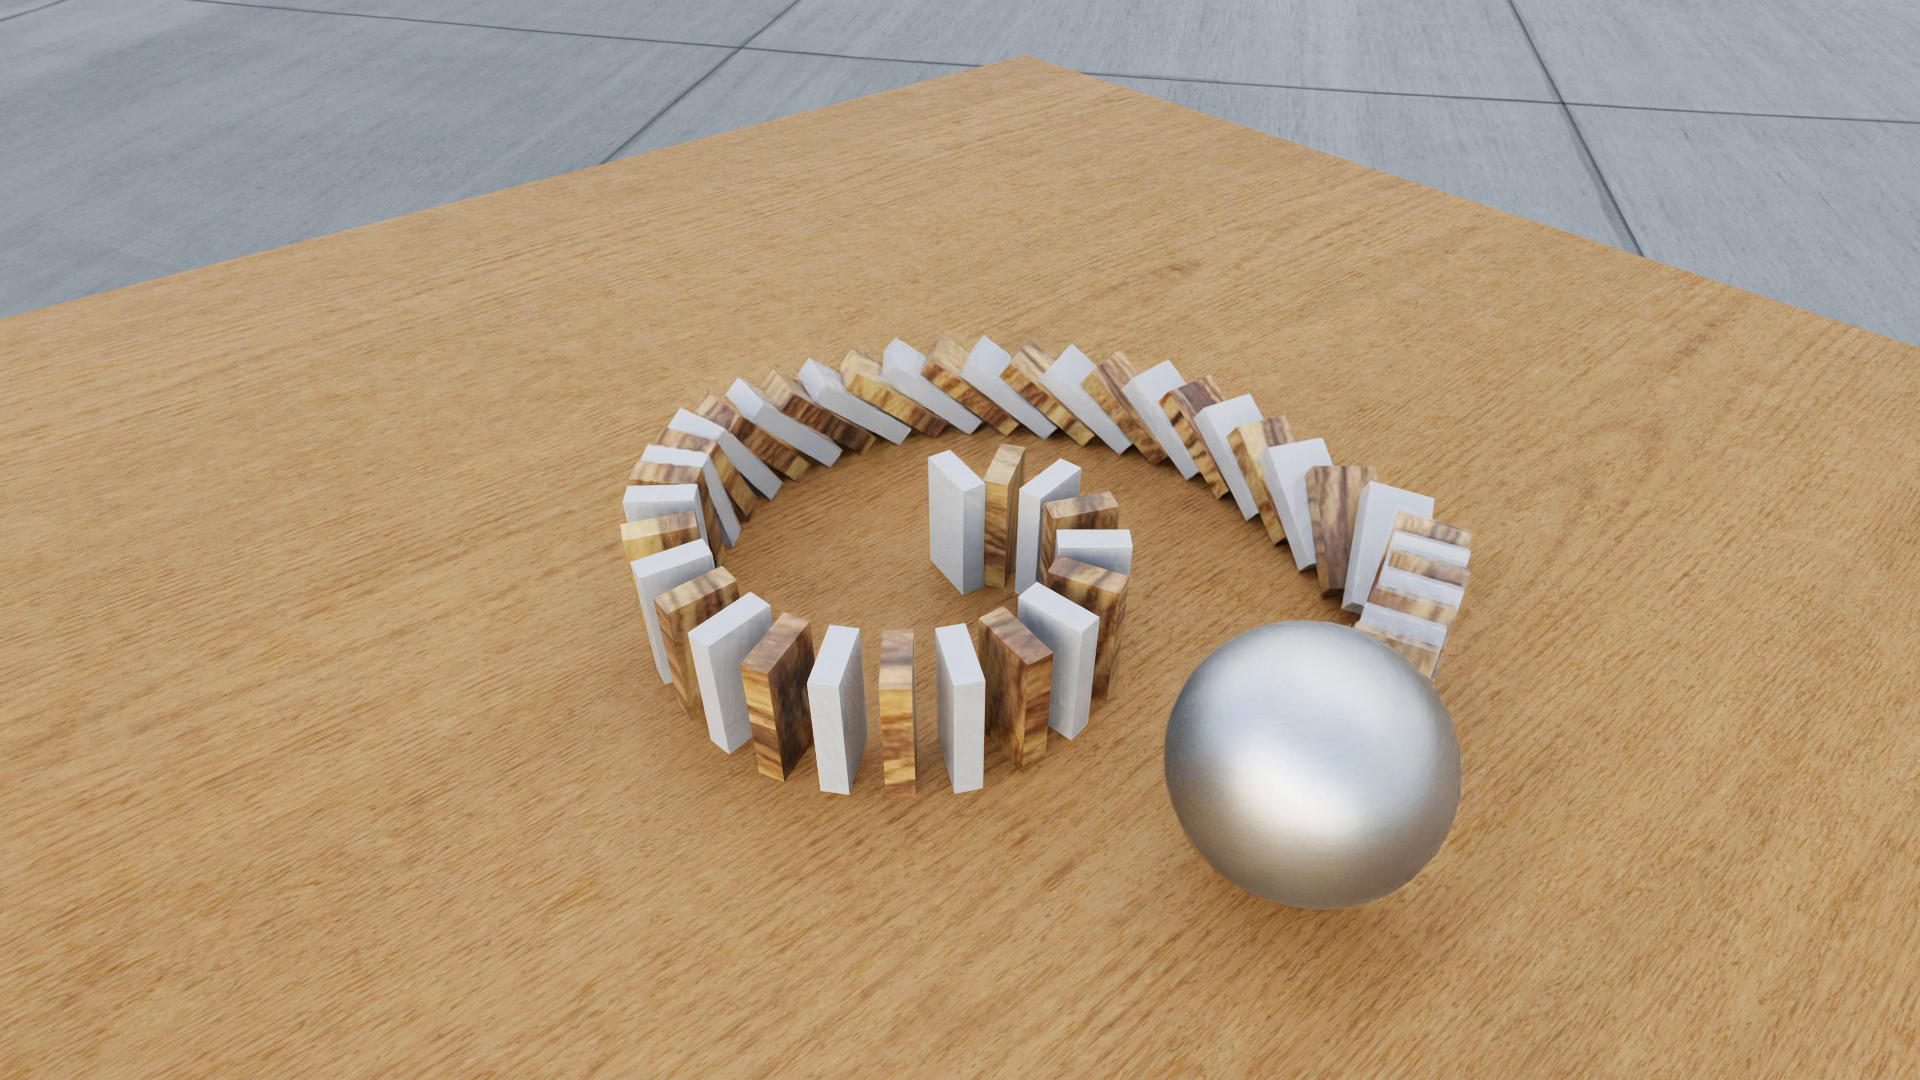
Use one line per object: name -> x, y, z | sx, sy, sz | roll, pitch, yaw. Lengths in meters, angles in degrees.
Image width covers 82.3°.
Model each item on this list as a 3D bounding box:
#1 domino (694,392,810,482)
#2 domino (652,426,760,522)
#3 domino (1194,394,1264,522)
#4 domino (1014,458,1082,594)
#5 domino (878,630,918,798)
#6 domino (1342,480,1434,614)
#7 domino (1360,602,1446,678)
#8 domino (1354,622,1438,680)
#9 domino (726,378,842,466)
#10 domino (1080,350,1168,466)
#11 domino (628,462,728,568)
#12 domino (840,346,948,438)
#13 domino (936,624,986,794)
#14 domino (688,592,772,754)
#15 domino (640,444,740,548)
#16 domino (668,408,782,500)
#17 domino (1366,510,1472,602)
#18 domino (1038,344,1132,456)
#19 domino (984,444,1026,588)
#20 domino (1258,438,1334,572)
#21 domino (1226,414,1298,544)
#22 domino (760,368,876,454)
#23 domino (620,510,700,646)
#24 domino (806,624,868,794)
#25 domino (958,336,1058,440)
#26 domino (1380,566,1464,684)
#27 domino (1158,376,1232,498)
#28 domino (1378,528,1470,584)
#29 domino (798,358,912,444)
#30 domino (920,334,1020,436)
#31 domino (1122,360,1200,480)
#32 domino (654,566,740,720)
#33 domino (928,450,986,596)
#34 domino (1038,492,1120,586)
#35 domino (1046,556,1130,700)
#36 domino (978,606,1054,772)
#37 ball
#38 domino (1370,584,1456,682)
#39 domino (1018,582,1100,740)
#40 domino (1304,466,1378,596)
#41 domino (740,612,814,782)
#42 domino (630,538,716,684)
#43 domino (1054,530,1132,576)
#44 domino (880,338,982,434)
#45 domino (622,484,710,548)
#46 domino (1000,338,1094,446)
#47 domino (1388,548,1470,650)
domino -> -0.088, -0.043, 0.468 | 0.025, 0.050, 0.010 | 34, 88, 34
domino -> -0.102, -0.026, 0.444 | 0.025, 0.050, 0.009 | 15, 68, 18
domino -> 0.122, -0.035, 0.467 | 0.025, 0.009, 0.050 | -19, 76, -22
domino -> 0.033, -0.003, 0.415 | 0.010, 0.050, 0.025 | 28, 47, 30
domino -> -0.019, 0.055, 0.345 | 0.009, 0.050, 0.025 | 0, 39, 0
domino -> 0.162, 0.005, 0.415 | 0.025, 0.009, 0.050 | 16, 71, 2
domino -> 0.136, 0.048, 0.354 | 0.025, 0.050, 0.009 | 18, 14, 20
domino -> 0.130, 0.054, 0.347 | 0.025, 0.050, 0.010 | 18, 14, 20
domino -> -0.076, -0.051, 0.479 | 0.010, 0.050, 0.025 | -52, 49, 7
domino -> 0.080, -0.060, 0.496 | 0.050, 0.009, 0.025 | 48, 52, 2
domino -> -0.107, -0.008, 0.420 | 0.025, 0.050, 0.010 | 6, 49, 7
domino -> -0.030, -0.068, 0.503 | 0.050, 0.009, 0.025 | 26, 28, -30
domino -> 0.000, 0.053, 0.346 | 0.009, 0.050, 0.025 | -9, 40, -10
domino -> -0.072, 0.044, 0.358 | 0.010, 0.050, 0.025 | 29, 47, 31
domino -> -0.105, -0.017, 0.431 | 0.025, 0.050, 0.010 | 9, 58, 11
domino -> -0.097, -0.035, 0.456 | 0.025, 0.050, 0.009 | 25, 78, 27
domino -> 0.161, 0.017, 0.391 | 0.025, 0.050, 0.009 | 19, 15, 20
domino -> 0.062, -0.064, 0.502 | 0.050, 0.009, 0.025 | 42, 47, -3
domino -> 0.016, -0.009, 0.422 | 0.009, 0.050, 0.025 | 11, 41, 13
domino -> 0.141, -0.015, 0.441 | 0.025, 0.010, 0.050 | -11, 73, -13
domino -> 0.132, -0.025, 0.454 | 0.025, 0.010, 0.050 | -15, 74, -17
domino -> -0.062, -0.057, 0.488 | 0.050, 0.010, 0.025 | 25, 17, -45
domino -> -0.104, 0.014, 0.394 | 0.025, 0.050, 0.009 | -12, 41, -14
domino -> -0.038, 0.054, 0.346 | 0.009, 0.050, 0.025 | 6, 40, 8
domino -> 0.025, -0.070, 0.508 | 0.050, 0.010, 0.025 | 36, 40, -11
domino -> 0.148, 0.036, 0.368 | 0.025, 0.050, 0.010 | 18, 14, 20
domino -> 0.110, -0.045, 0.478 | 0.025, 0.010, 0.050 | -23, 78, -26
domino -> 0.157, 0.024, 0.383 | 0.025, 0.050, 0.010 | 18, 14, 20
domino -> -0.047, -0.062, 0.496 | 0.050, 0.010, 0.025 | 24, 22, -39
domino -> 0.007, -0.072, 0.510 | 0.050, 0.010, 0.025 | 34, 38, -15
domino -> 0.097, -0.054, 0.488 | 0.025, 0.010, 0.050 | -29, 81, -31
domino -> -0.085, 0.035, 0.369 | 0.025, 0.050, 0.009 | -27, 47, -29
domino -> -0.001, -0.006, 0.419 | 0.009, 0.050, 0.025 | -21, 44, -24
domino -> 0.043, 0.007, 0.403 | 0.025, 0.050, 0.009 | -10, 40, -12
domino -> 0.042, 0.031, 0.374 | 0.025, 0.050, 0.009 | 17, 42, 20
domino -> 0.017, 0.048, 0.352 | 0.010, 0.050, 0.025 | -24, 45, -26
ball -> 0.098, 0.063, 0.311 | 0.080, 0.080, 0.080 | 0, 39, 0
domino -> 0.142, 0.042, 0.361 | 0.025, 0.050, 0.009 | 18, 14, 20
domino -> 0.031, 0.040, 0.362 | 0.025, 0.050, 0.010 | 29, 48, 31
domino -> 0.151, -0.004, 0.428 | 0.025, 0.010, 0.050 | 0, 71, -4
domino -> -0.056, 0.050, 0.350 | 0.009, 0.050, 0.025 | 16, 42, 18
domino -> -0.096, 0.025, 0.381 | 0.025, 0.050, 0.009 | -20, 43, -23
domino -> 0.046, 0.019, 0.389 | 0.025, 0.050, 0.010 | 0, 39, 0
domino -> -0.013, -0.071, 0.508 | 0.050, 0.010, 0.025 | 30, 33, -22
domino -> -0.107, 0.003, 0.408 | 0.025, 0.050, 0.009 | -2, 39, -2
domino -> 0.044, -0.068, 0.506 | 0.050, 0.009, 0.025 | 39, 44, -6
domino -> 0.153, 0.030, 0.375 | 0.025, 0.050, 0.010 | 18, 14, 20
